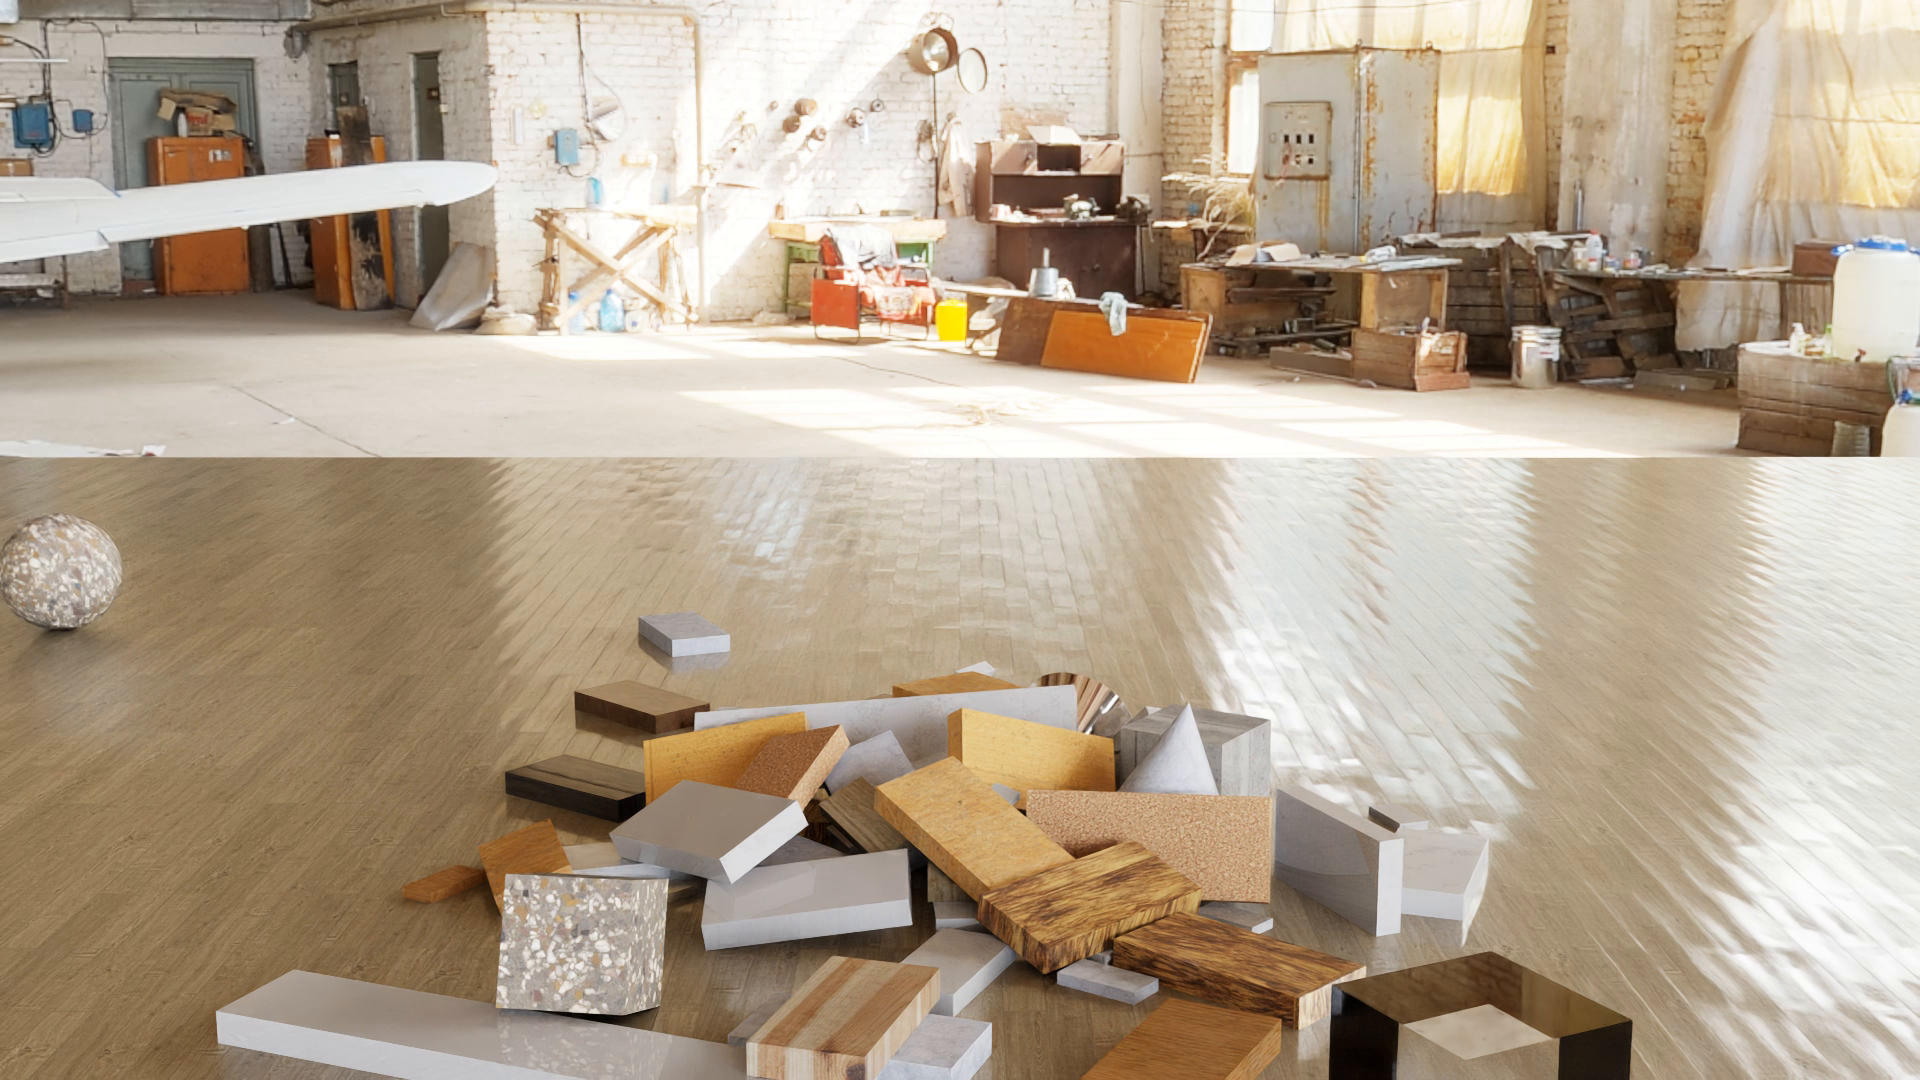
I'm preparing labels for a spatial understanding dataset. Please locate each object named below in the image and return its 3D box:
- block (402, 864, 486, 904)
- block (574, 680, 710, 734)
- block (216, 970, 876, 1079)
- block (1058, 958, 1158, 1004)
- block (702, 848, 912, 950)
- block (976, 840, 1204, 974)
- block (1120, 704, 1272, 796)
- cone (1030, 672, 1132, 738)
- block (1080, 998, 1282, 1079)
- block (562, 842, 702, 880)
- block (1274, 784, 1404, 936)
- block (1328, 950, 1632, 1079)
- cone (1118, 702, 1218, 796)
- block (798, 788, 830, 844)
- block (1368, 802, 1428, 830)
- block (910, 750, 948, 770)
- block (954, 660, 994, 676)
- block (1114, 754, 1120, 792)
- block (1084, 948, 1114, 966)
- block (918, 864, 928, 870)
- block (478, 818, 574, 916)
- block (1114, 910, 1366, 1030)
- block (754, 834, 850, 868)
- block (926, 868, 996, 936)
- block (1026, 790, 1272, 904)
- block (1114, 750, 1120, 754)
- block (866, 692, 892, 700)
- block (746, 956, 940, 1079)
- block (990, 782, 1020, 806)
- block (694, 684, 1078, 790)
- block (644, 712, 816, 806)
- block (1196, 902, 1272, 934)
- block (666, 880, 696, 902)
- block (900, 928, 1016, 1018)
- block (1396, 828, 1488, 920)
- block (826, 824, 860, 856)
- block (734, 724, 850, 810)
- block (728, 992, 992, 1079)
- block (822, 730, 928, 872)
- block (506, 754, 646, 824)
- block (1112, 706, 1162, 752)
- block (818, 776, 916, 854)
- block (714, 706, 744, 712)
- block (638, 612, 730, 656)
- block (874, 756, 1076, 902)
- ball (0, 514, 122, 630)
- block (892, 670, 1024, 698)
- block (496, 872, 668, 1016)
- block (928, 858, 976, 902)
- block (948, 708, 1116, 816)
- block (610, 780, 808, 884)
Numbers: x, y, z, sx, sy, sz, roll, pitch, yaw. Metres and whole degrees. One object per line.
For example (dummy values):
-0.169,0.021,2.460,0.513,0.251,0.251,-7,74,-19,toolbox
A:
-0.864,0.577,3.689,0.065,0.018,0.130,6,12,31,block
-0.693,0.362,4.785,0.146,0.041,0.292,-10,15,-44,block
-0.572,0.696,2.967,0.932,0.047,0.166,4,11,22,block
0.219,0.655,3.265,0.135,0.019,0.068,8,13,36,block
-0.240,0.567,3.478,0.323,0.046,0.162,-7,21,1,block
0.204,0.568,3.429,0.326,0.046,0.163,-13,31,-38,block
0.427,0.430,3.982,0.201,0.201,0.201,7,12,32,block
0.194,0.421,4.297,0.231,0.231,0.231,5,38,24,cone
0.293,0.703,2.929,0.167,0.047,0.333,5,12,27,block
-0.553,0.552,3.772,0.262,0.037,0.131,-3,11,-17,block
0.617,0.522,3.609,0.044,0.156,0.312,-4,11,-22,block
0.610,0.663,2.606,0.245,0.245,0.245,-5,12,-27,block
0.362,0.409,3.720,0.290,0.290,0.290,8,16,-2,cone
-0.286,0.489,4.100,0.146,0.041,0.370,0,11,0,block
0.806,0.511,4.050,0.058,0.016,0.115,-4,11,-19,block
-0.021,0.413,3.934,0.228,0.032,0.114,-18,15,-1,block
-0.012,0.344,4.464,0.029,0.208,0.104,40,29,23,block
0.362,0.442,4.142,0.262,0.114,0.032,-11,-7,-46,block
0.188,0.629,3.406,0.135,0.019,0.067,8,13,38,block
0.006,0.528,3.902,0.132,0.037,0.264,3,11,14,block
-0.729,0.546,3.697,0.131,0.037,0.262,-21,16,-13,block
0.414,0.638,3.281,0.338,0.048,0.169,10,14,42,block
-0.245,0.559,3.667,0.297,0.042,0.148,14,16,40,block
0.014,0.589,3.579,0.122,0.034,0.243,-1,11,-4,block
0.308,0.503,3.617,0.400,0.169,0.048,0,-13,13,block
0.209,0.462,4.113,0.132,0.037,0.264,5,22,36,block
-0.102,0.362,4.656,0.208,0.029,0.104,8,13,37,block
-0.152,0.648,2.974,0.162,0.046,0.323,3,11,16,block
0.026,0.462,3.669,0.050,0.014,0.191,19,33,31,block
-0.140,0.373,4.074,0.717,0.153,0.043,-5,-27,8,block
-0.425,0.419,4.044,0.306,0.153,0.043,-11,-33,4,block
0.437,0.608,3.527,0.115,0.016,0.058,9,14,41,block
-0.495,0.587,3.648,0.050,0.014,0.100,10,15,44,block
-0.018,0.644,3.286,0.121,0.034,0.243,4,11,23,block
0.792,0.560,3.709,0.156,0.044,0.312,4,11,20,block
-0.077,0.481,3.893,0.300,0.037,0.131,-23,16,-17,block
-0.317,0.426,3.819,0.149,0.042,0.297,-13,21,27,block
-0.136,0.690,3.007,0.323,0.046,0.162,4,11,20,block
-0.132,0.462,3.818,0.148,0.042,0.297,-22,39,-11,block
-0.704,0.471,4.189,0.306,0.043,0.153,8,13,36,block
0.416,0.387,4.294,0.234,0.117,0.033,13,43,-38,block
-0.152,0.481,3.745,0.092,0.026,0.184,-31,42,-21,block
-0.504,0.385,4.723,0.065,0.018,0.130,2,11,11,block
-0.689,0.233,5.479,0.146,0.041,0.292,-5,12,-24,block
0.024,0.480,3.576,0.163,0.046,0.326,-18,39,-35,block
-2.289,0.082,5.594,0.297,0.297,0.297,0,11,0,ball
0.005,0.381,4.260,0.195,0.195,0.195,-8,13,-36,block
-0.535,0.572,3.133,0.183,0.183,0.183,2,-8,8,block
0.009,0.510,3.630,0.122,0.034,0.243,0,27,0,block
0.128,0.407,3.863,0.326,0.163,0.046,14,-28,-30,block
-0.421,0.480,3.649,0.169,0.048,0.338,-35,22,-34,block
